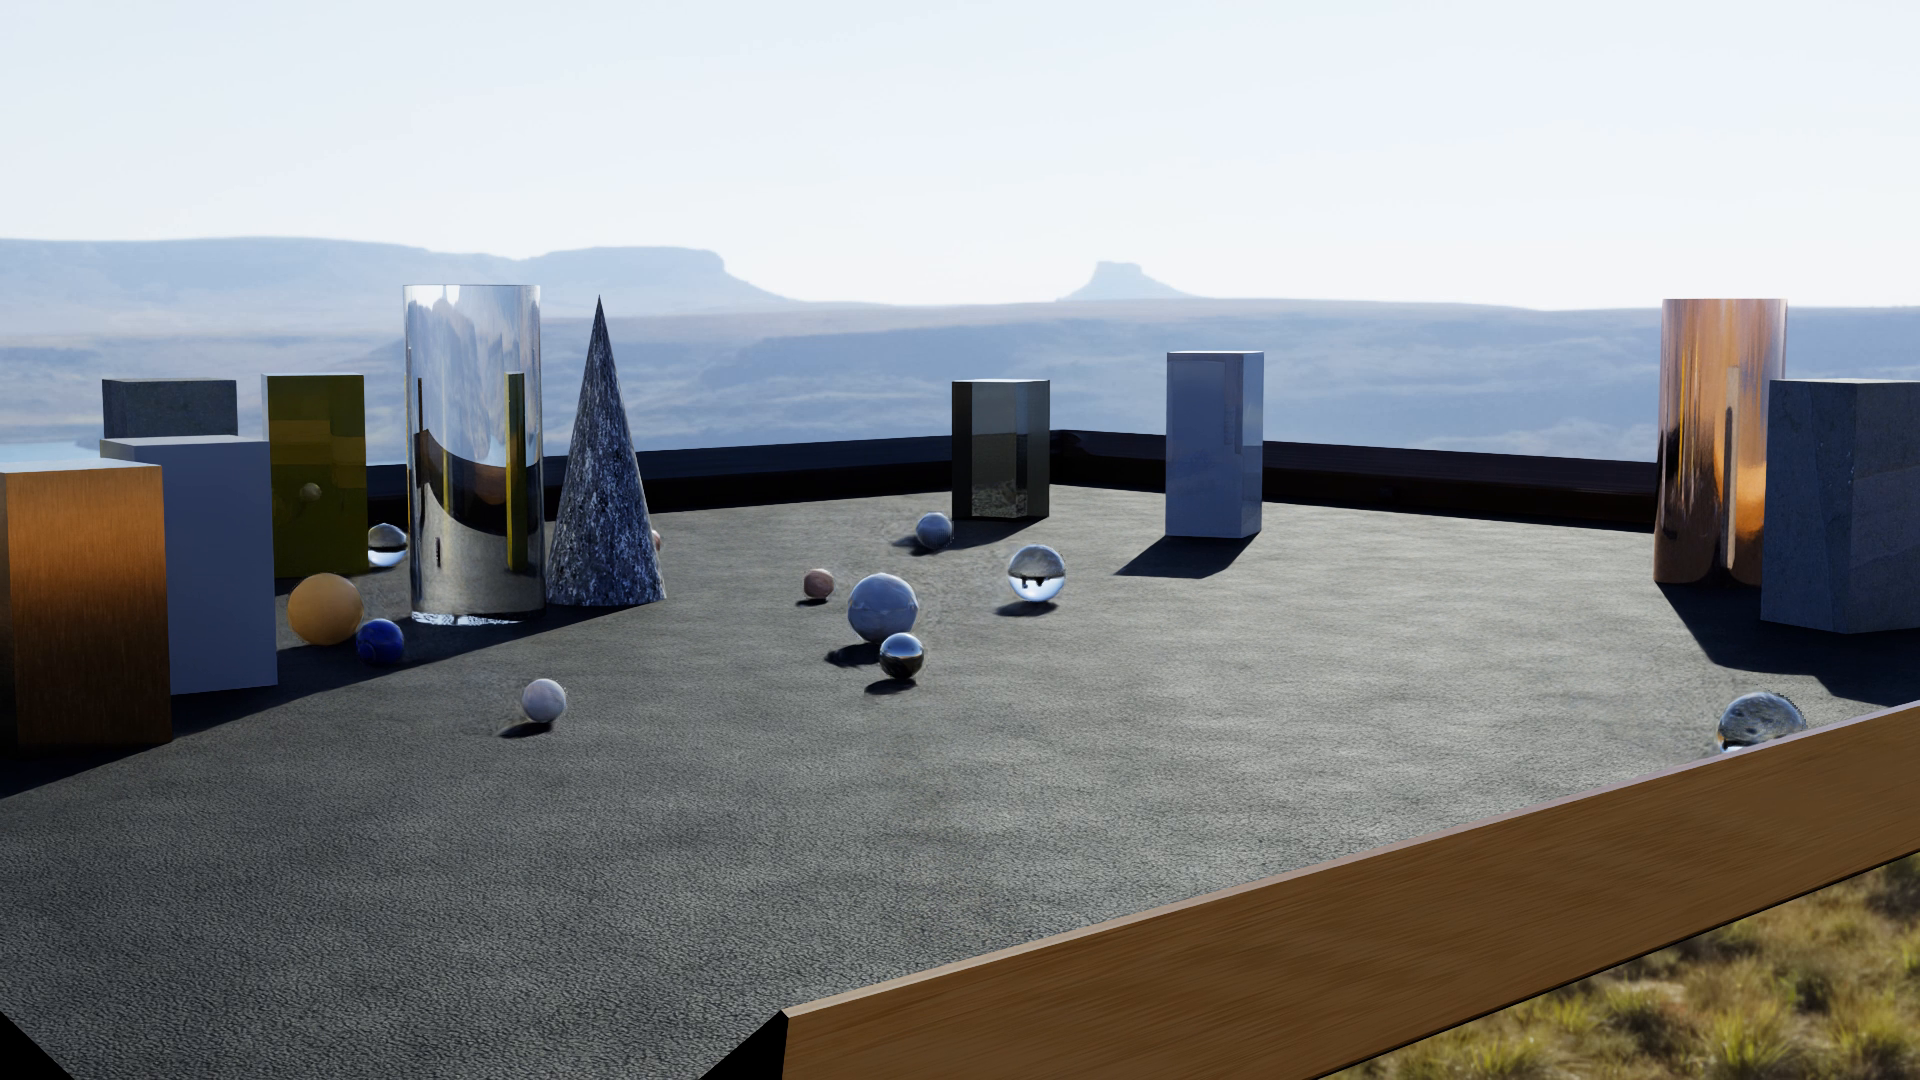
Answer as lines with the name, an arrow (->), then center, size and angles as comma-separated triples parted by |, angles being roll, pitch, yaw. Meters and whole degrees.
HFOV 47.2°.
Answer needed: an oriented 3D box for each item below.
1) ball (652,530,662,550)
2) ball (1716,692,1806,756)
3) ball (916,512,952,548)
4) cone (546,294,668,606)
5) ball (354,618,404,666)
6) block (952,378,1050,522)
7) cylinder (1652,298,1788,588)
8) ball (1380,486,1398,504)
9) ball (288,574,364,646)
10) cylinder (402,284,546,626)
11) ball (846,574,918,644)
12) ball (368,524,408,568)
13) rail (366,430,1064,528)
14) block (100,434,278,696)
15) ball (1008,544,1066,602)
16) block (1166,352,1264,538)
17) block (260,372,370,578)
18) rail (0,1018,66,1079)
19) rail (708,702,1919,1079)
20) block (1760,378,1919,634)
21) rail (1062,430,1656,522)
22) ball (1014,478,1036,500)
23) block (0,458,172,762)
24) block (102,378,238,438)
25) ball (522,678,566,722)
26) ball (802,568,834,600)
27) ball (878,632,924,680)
ball -> -0.563, 0.005, 3.958 | 0.051, 0.051, 0.051 | 0, 6, 0
ball -> 0.765, 0.186, 2.099 | 0.081, 0.081, 0.081 | 0, 6, 0
ball -> -0.048, -0.018, 4.103 | 0.067, 0.067, 0.067 | 0, 6, 0
cone -> -0.550, -0.144, 3.379 | 0.193, 0.469, 0.193 | 0, 6, 0
ball -> -0.724, 0.128, 2.743 | 0.060, 0.060, 0.060 | 0, 6, 0
block -> 0.087, -0.193, 4.690 | 0.154, 0.293, 0.154 | 3, 7, 29
cylinder -> 1.238, -0.162, 3.584 | 0.193, 0.461, 0.193 | 0, 6, 0
ball -> 0.979, -0.101, 5.018 | 0.041, 0.041, 0.041 | 0, 6, 0
ball -> -0.841, 0.092, 2.915 | 0.096, 0.096, 0.096 | 0, 6, 0
cylinder -> -0.700, -0.127, 3.177 | 0.193, 0.478, 0.193 | 0, 6, 0
ball -> -0.103, 0.092, 2.927 | 0.095, 0.095, 0.095 | 0, 6, 0
ball -> -0.994, 0.009, 3.803 | 0.076, 0.076, 0.076 | 0, 6, 0
rail -> -1.114, -0.093, 4.532 | 3.819, 0.125, 0.045 | -6, 8, -42
block -> -0.919, 0.026, 2.618 | 0.154, 0.290, 0.154 | -4, 7, -35
ball -> 0.117, 0.050, 3.347 | 0.089, 0.089, 0.089 | 0, 6, 0
block -> 0.506, -0.193, 4.366 | 0.154, 0.360, 0.154 | 2, 6, 22
block -> -1.095, -0.114, 3.733 | 0.154, 0.335, 0.154 | -2, 6, -21
rail -> -1.386, 0.166, 2.060 | 0.045, 0.125, 3.332 | -6, 8, -42
rail -> 1.114, 0.159, 2.132 | 3.819, 0.125, 0.045 | -6, 8, -42
block -> 1.253, -0.053, 3.107 | 0.154, 0.344, 0.154 | -3, 7, -26
rail -> 1.386, -0.101, 4.604 | 0.045, 0.125, 3.332 | -6, 8, -42
ball -> 0.153, -0.119, 5.134 | 0.053, 0.053, 0.053 | 0, 6, 0
block -> -0.921, 0.066, 2.260 | 0.154, 0.286, 0.154 | -5, 8, -42
block -> -1.161, -0.066, 3.242 | 0.154, 0.341, 0.154 | -4, 7, -33
ball -> -0.449, 0.173, 2.373 | 0.048, 0.048, 0.048 | 0, 6, 0
ball -> -0.218, 0.068, 3.379 | 0.048, 0.048, 0.048 | 0, 6, 0
ball -> -0.070, 0.140, 2.653 | 0.056, 0.056, 0.056 | 0, 6, 0
